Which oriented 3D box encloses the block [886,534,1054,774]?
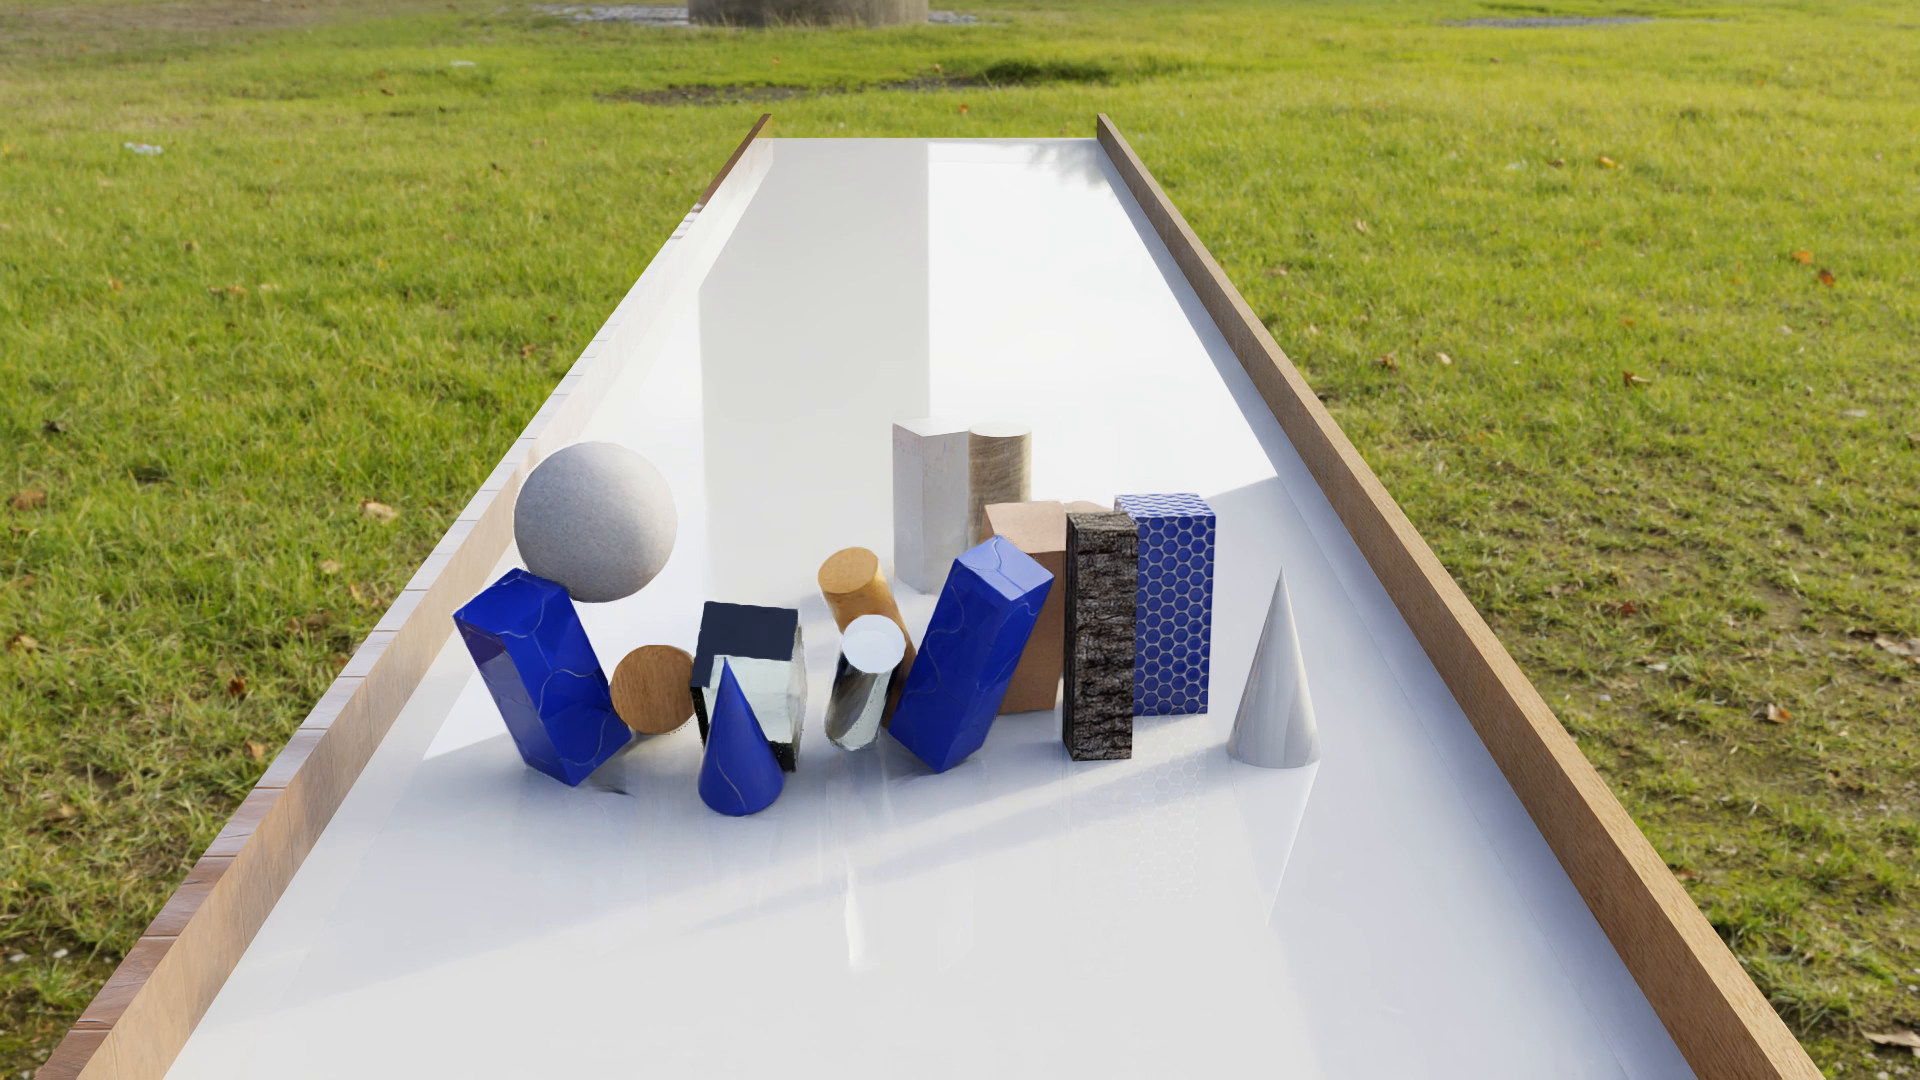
[{"bbox_3d":[0.016,0.200,3.802,0.126,0.406,0.126,37,38,21],"label":"block"}]

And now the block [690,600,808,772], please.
[{"bbox_3d":[-0.356,0.254,3.757,0.158,0.319,0.158,5,61,2],"label":"block"}]

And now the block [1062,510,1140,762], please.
[{"bbox_3d":[0.247,0.171,3.893,0.106,0.429,0.106,-2,19,-8],"label":"block"}]

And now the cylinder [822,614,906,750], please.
[{"bbox_3d":[-0.169,0.251,3.805,0.106,0.106,0.384,-3,-24,-10],"label":"cylinder"}]

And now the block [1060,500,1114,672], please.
[{"bbox_3d":[0.237,0.094,4.378,0.147,0.304,0.147,-12,21,-36],"label":"block"}]

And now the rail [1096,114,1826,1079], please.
[{"bbox_3d":[0.932,-0.844,7.801,0.050,0.150,12.000,0,17,-1],"label":"rail"}]

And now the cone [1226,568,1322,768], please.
[{"bbox_3d":[0.565,0.210,3.904,0.172,0.351,0.172,0,17,0],"label":"cone"}]

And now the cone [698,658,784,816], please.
[{"bbox_3d":[-0.371,0.296,3.598,0.146,0.334,0.146,0,49,0],"label":"cone"}]

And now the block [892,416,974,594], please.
[{"bbox_3d":[-0.049,-0.080,4.872,0.149,0.356,0.149,-9,19,-26],"label":"block"}]

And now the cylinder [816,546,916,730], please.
[{"bbox_3d":[-0.146,0.184,3.939,0.111,0.378,0.111,-11,43,10],"label":"cylinder"}]

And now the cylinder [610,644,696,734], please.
[{"bbox_3d":[-0.530,0.260,3.884,0.151,0.151,0.372,-2,-3,-5],"label":"cylinder"}]

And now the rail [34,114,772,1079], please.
[{"bbox_3d":[-1.118,-0.838,7.780,0.050,0.150,12.000,0,17,-1],"label":"rail"}]

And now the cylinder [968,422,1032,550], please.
[{"bbox_3d":[0.083,-0.036,4.632,0.133,0.407,0.133,0,17,0],"label":"cylinder"}]

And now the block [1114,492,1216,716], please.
[{"bbox_3d":[0.378,0.120,4.143,0.159,0.387,0.159,-2,17,-7],"label":"block"}]

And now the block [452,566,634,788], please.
[{"bbox_3d":[-0.714,0.236,3.781,0.142,0.339,0.142,17,47,41],"label":"block"}]

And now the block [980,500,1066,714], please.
[{"bbox_3d":[0.111,0.128,4.058,0.141,0.397,0.141,-5,41,-13],"label":"block"}]

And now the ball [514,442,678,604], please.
[{"bbox_3d":[-0.626,-0.030,3.784,0.279,0.279,0.279,0,17,0],"label":"ball"}]
